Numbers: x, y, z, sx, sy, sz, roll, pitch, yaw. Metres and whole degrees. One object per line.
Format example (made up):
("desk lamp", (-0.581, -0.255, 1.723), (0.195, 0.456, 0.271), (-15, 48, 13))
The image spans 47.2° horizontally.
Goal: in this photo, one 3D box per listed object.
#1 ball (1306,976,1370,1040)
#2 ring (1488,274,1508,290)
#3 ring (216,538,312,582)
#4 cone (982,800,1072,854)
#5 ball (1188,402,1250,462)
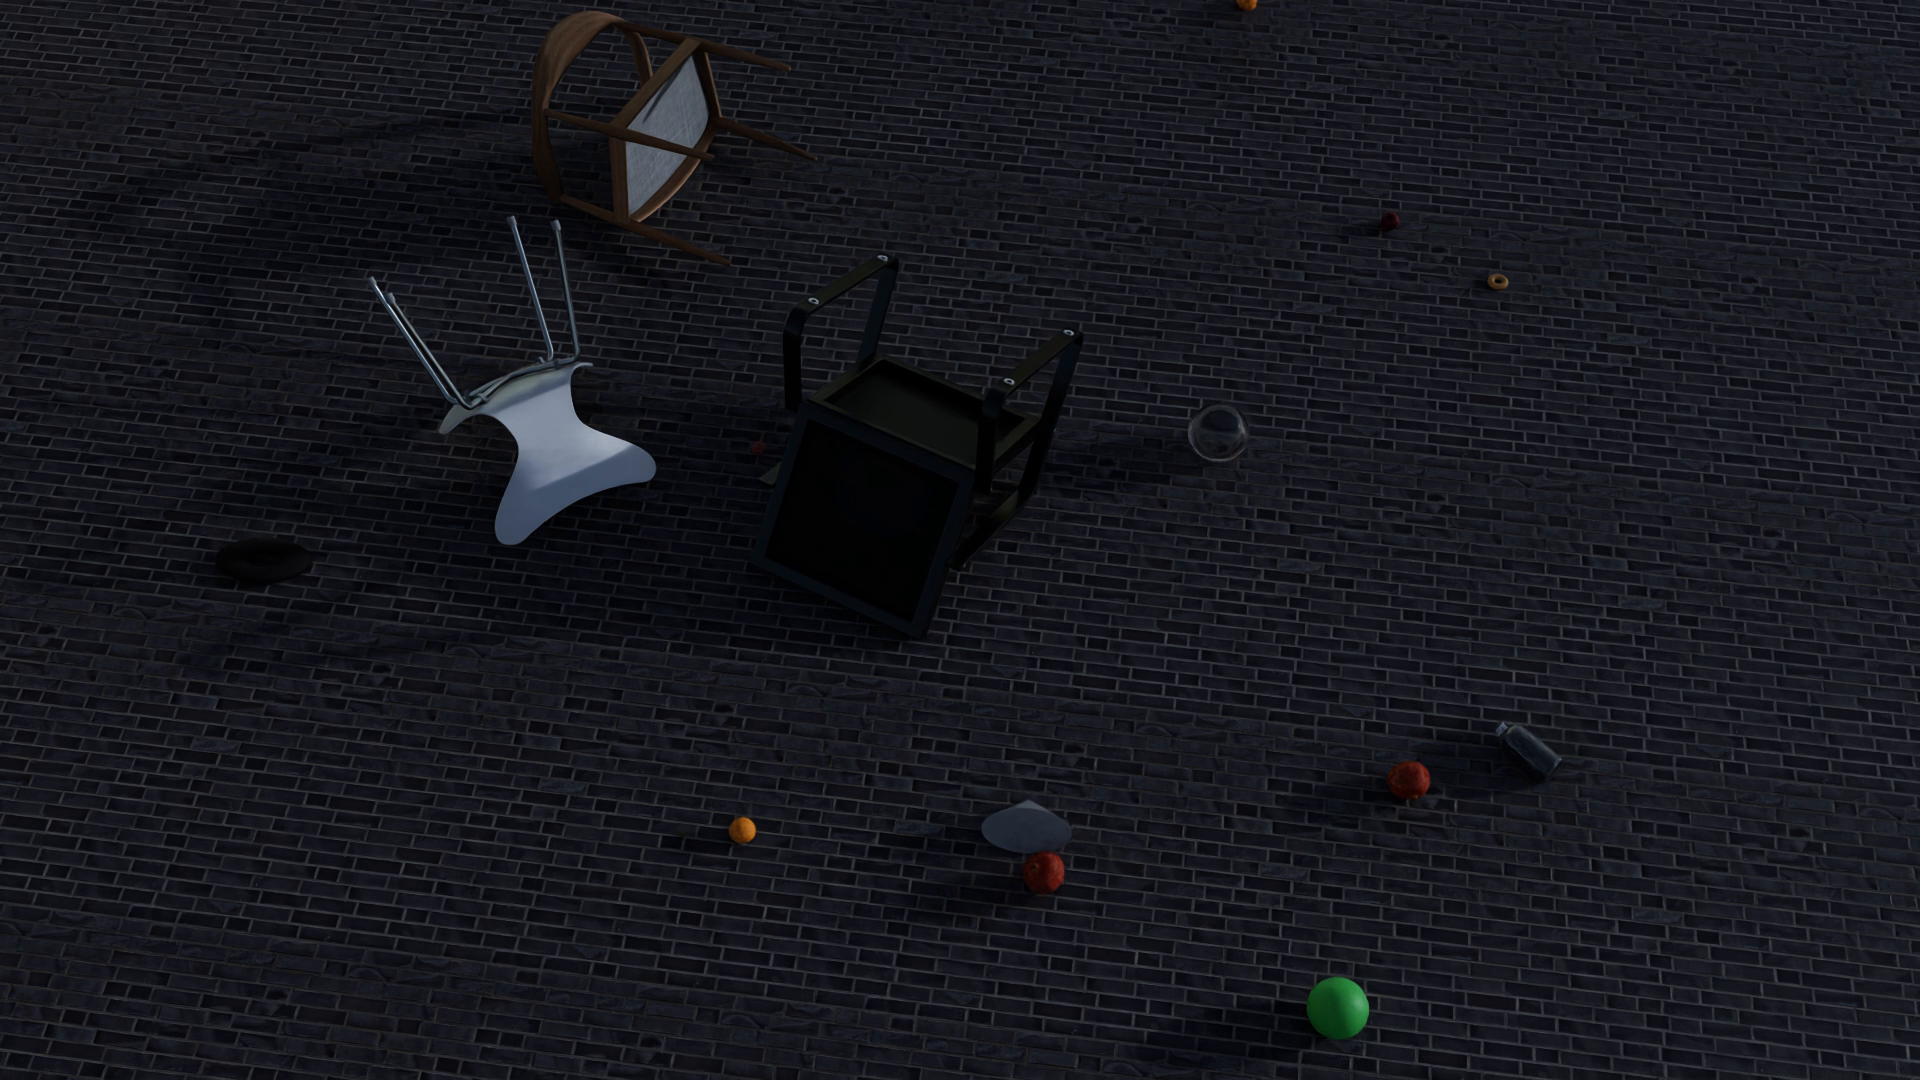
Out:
("ball", (0.974, 1.207, 5.668), (0.160, 0.160, 0.160), (0, 56, 0))
("ring", (1.742, -0.836, 7.123), (0.068, 0.021, 0.061), (-1, 57, -2))
("ring", (-2.063, 0.059, 6.511), (0.285, 0.040, 0.152), (2, 57, 1))
("cone", (0.185, 0.754, 6.028), (0.245, 0.151, 0.147), (4, 29, 2))
("ball", (0.787, -0.327, 6.683), (0.184, 0.184, 0.184), (0, 56, 0))
